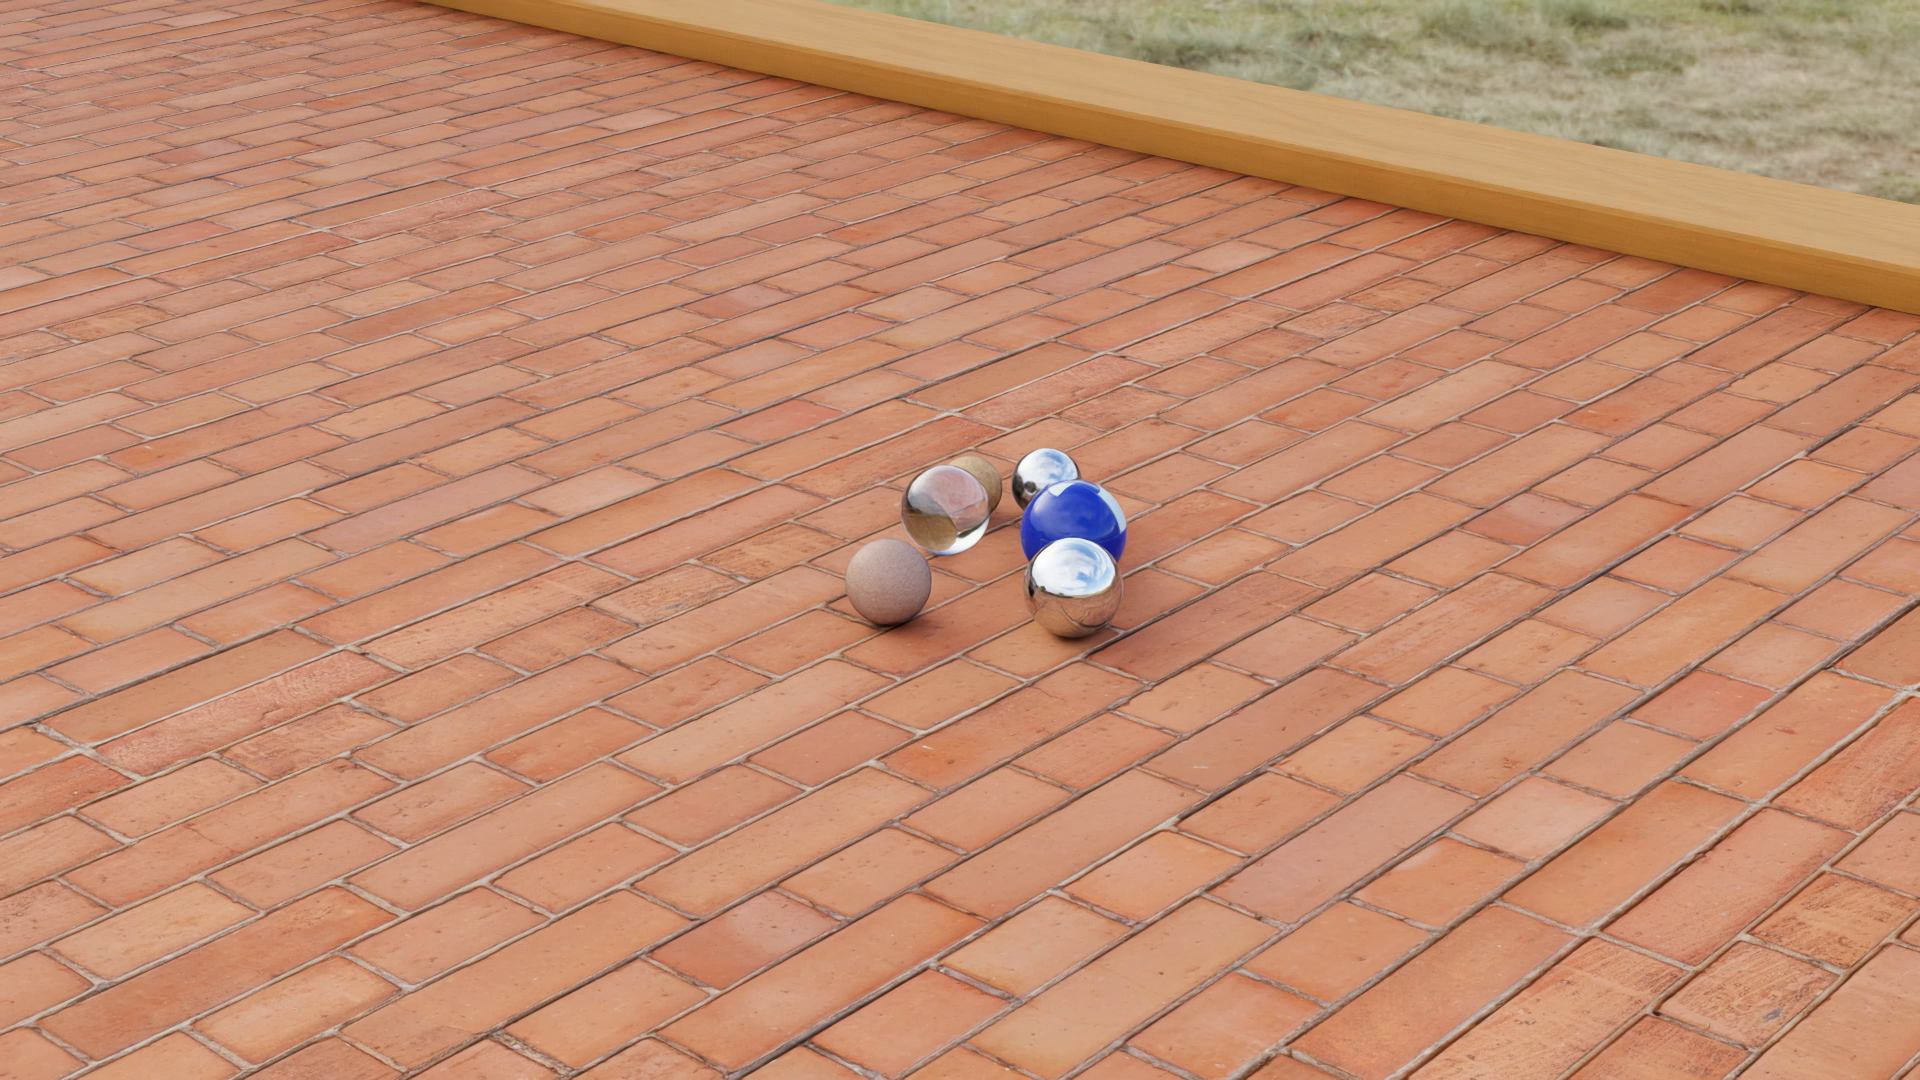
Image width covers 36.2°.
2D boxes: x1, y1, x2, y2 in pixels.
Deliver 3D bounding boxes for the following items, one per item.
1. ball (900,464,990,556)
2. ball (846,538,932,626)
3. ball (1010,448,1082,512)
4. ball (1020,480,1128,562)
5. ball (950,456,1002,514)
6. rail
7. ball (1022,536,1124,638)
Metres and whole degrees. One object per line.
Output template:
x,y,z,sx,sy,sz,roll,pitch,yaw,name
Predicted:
-0.013,-0.026,2.571,0.079,0.079,0.079,0,22,0,ball
-0.059,0.034,2.432,0.072,0.072,0.072,0,22,0,ball
0.078,-0.051,2.650,0.065,0.065,0.065,0,22,0,ball
0.097,-0.006,2.505,0.092,0.092,0.092,0,22,0,ball
0.009,-0.046,2.648,0.059,0.059,0.059,0,22,0,ball
-0.024,-0.641,4.029,4.380,0.119,0.045,18,28,37,rail
0.093,0.039,2.407,0.083,0.083,0.083,0,22,0,ball
